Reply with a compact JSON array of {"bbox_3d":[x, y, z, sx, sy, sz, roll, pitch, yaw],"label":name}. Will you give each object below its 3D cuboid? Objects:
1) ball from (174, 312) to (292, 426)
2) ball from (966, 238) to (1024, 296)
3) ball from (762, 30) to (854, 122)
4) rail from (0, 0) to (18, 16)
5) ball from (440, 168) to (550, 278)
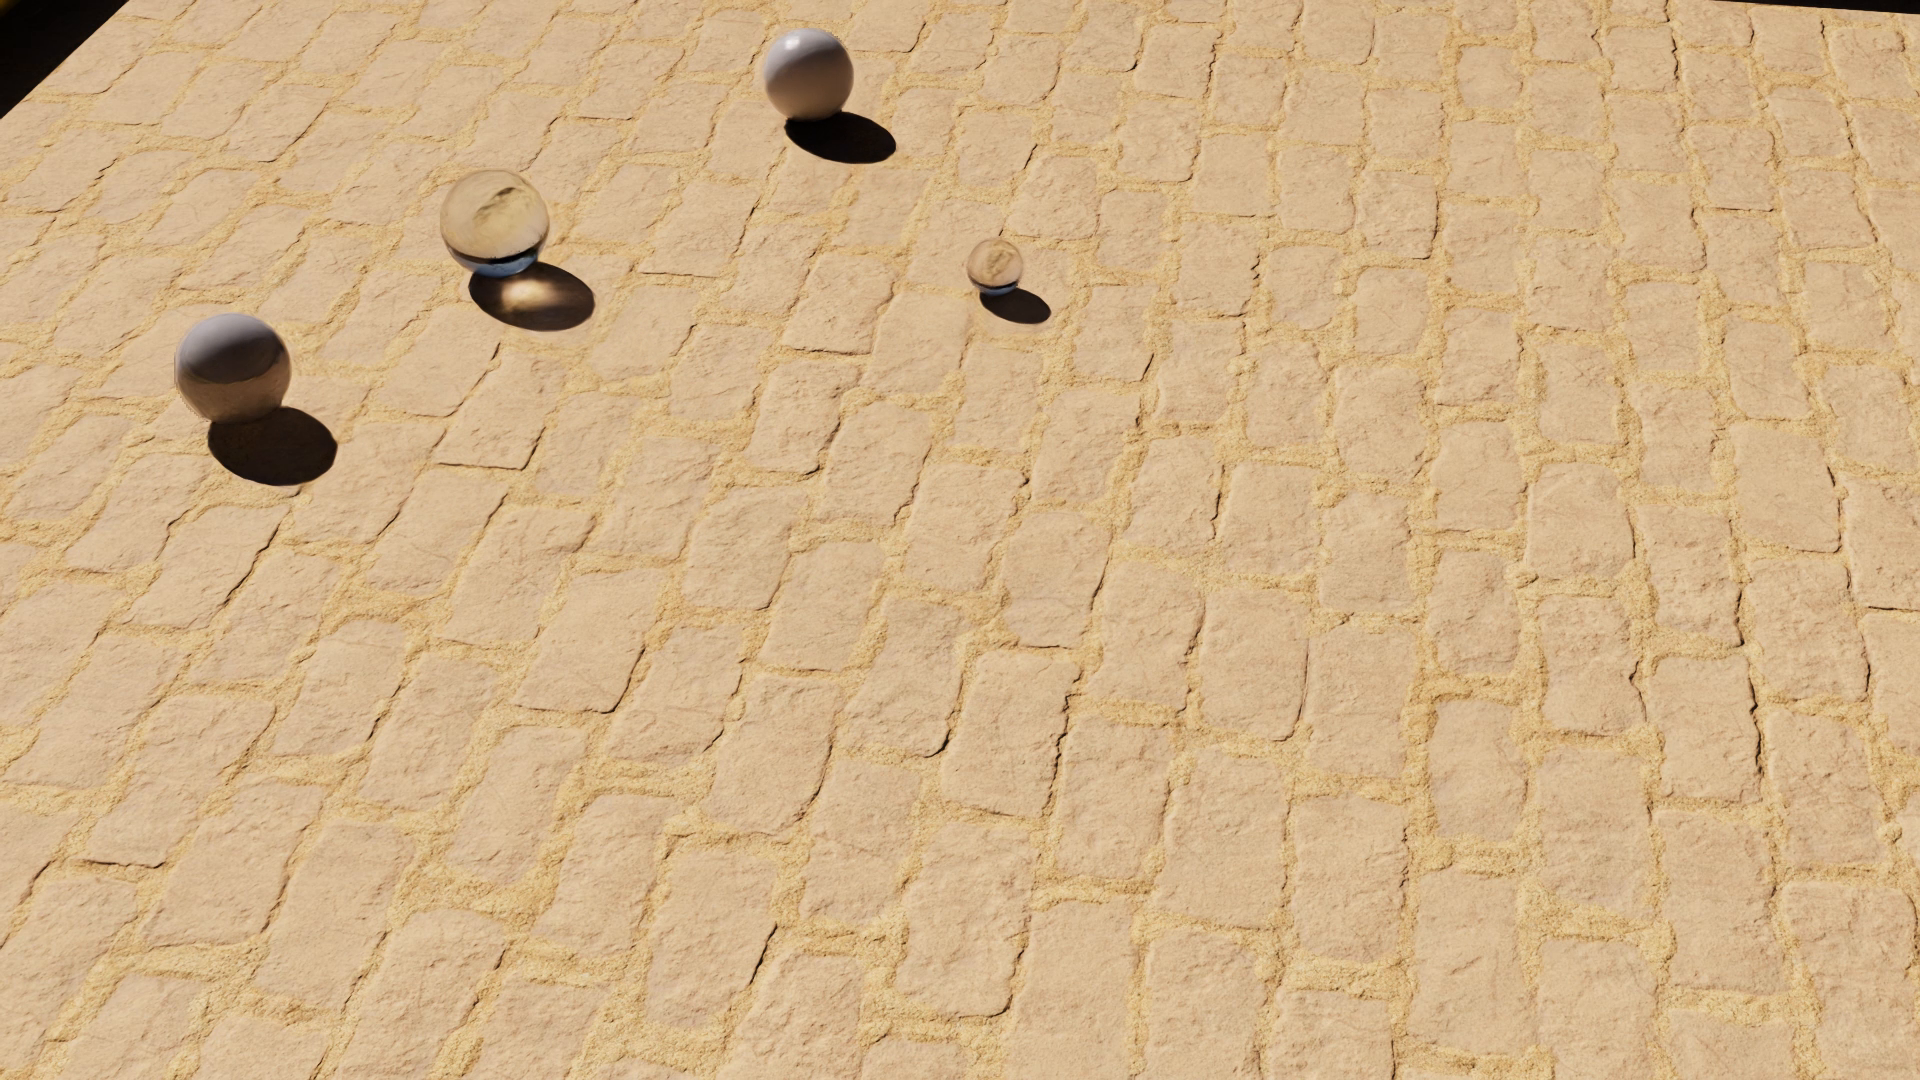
[{"bbox_3d":[-0.533,-0.126,1.884,0.083,0.083,0.083,0,35,0],"label":"ball"},{"bbox_3d":[0.028,-0.217,2.045,0.046,0.046,0.046,0,35,0],"label":"ball"},{"bbox_3d":[-0.136,-0.414,2.290,0.082,0.082,0.082,0,35,0],"label":"ball"},{"bbox_3d":[-1.040,-0.129,1.854,0.045,0.120,2.342,6,36,8],"label":"rail"},{"bbox_3d":[-0.374,-0.254,2.061,0.087,0.087,0.087,0,35,0],"label":"ball"}]
